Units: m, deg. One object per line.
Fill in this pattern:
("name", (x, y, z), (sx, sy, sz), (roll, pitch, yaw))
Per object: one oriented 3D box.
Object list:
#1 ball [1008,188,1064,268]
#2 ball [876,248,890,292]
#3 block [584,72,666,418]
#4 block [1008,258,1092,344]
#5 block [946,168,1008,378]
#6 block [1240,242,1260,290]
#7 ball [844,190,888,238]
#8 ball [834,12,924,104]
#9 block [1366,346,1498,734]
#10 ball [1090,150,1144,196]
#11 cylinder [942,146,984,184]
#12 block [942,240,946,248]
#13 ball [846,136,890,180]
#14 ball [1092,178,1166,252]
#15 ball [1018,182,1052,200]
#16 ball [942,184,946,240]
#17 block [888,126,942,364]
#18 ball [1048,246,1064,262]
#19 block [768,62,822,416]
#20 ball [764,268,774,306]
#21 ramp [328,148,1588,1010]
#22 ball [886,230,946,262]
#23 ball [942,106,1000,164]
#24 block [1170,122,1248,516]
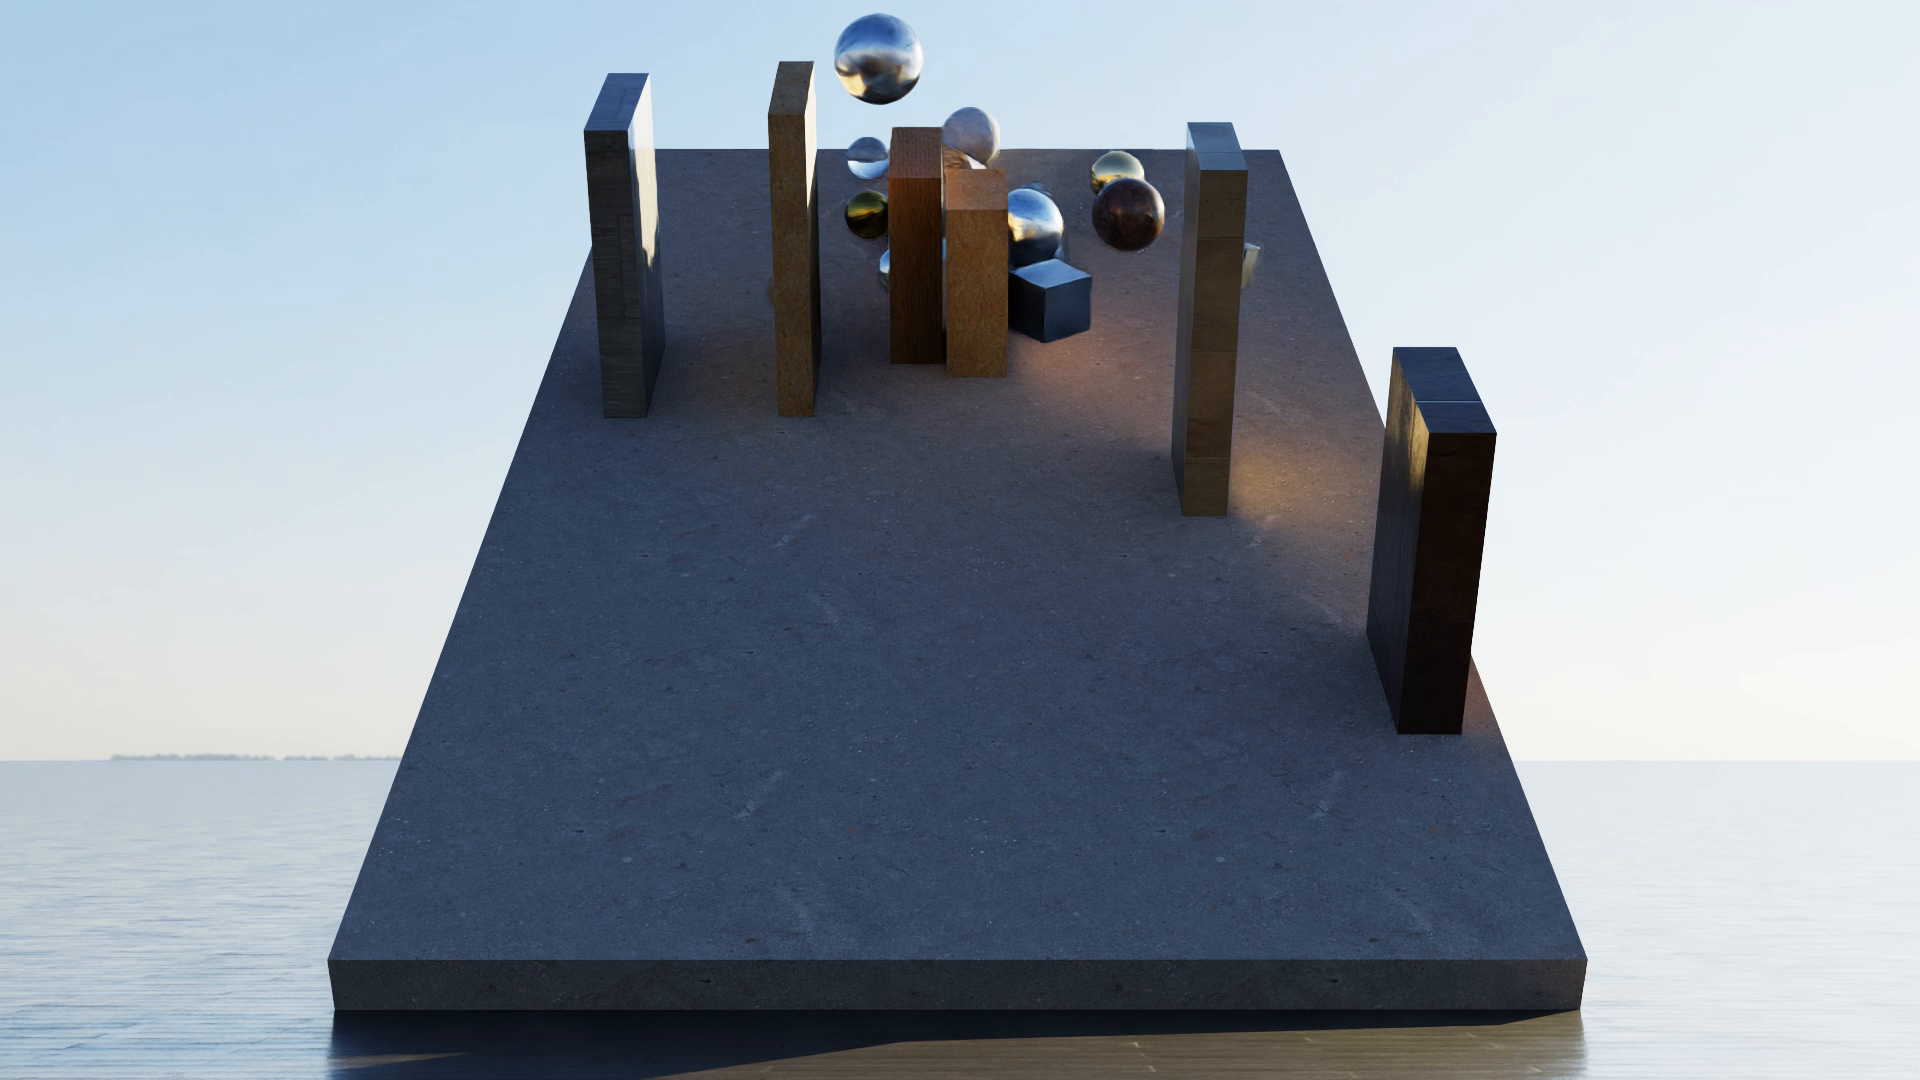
("ball", (0.168, -0.813, 6.212), (0.203, 0.203, 0.203), (0, -5, 0))
("ball", (-0.151, -0.703, 6.230), (0.134, 0.134, 0.134), (0, -5, 0))
("block", (-0.783, -0.695, 5.606), (0.098, 0.698, 0.431), (0, 28, 0))
("block", (0.226, -0.605, 6.031), (0.148, 0.148, 0.148), (-19, 34, -32))
("block", (0.040, -0.654, 5.822), (0.145, 0.429, 0.295), (0, 28, 0))
("block", (0.704, -0.728, 6.262), (0.112, 0.112, 0.112), (21, 17, 19))
("ball", (-0.252, -0.903, 6.607), (0.135, 0.135, 0.135), (0, -5, 0))
("ball", (-0.184, -1.086, 5.381), (0.204, 0.204, 0.204), (0, -5, 0))
("block", (0.861, -0.001, 4.394), (0.117, 0.611, 0.374), (0, 28, 0))
("ball", (0.451, -1.036, 6.837), (0.159, 0.159, 0.159), (0, -5, 0))
("cylinder", (-0.022, -0.979, 6.588), (0.186, 0.186, 0.186), (-2, -3, 19))
("block", (0.017, -0.857, 6.409), (0.130, 0.130, 0.130), (-29, -20, -30))
("ball", (-0.272, -1.128, 7.043), (0.127, 0.127, 0.127), (0, -5, 0))
("ball", (0.461, -0.890, 6.518), (0.200, 0.200, 0.200), (0, -5, 0))
("ball", (0.207, -0.959, 6.745), (0.108, 0.108, 0.108), (0, -5, 0))
("ball", (-0.064, -0.849, 6.168), (0.150, 0.150, 0.150), (0, -5, 0))
("block", (-0.108, -0.735, 5.920), (0.126, 0.480, 0.386), (0, 28, 0))
("ball", (0.222, -0.750, 6.346), (0.111, 0.111, 0.111), (0, -5, 0))
("block", (-0.385, -0.708, 5.598), (0.083, 0.731, 0.407), (0, 28, 0))
("ball", (-0.424, -0.630, 5.940), (0.124, 0.124, 0.124), (0, -5, 0))
("ramp", (-0.011, -0.223, 5.572), (2.000, 0.100, 4.000), (0, 28, 0))
("ball", (-0.109, -0.799, 6.345), (0.173, 0.173, 0.173), (0, -5, 0))
("ball", (0.032, -1.206, 7.135), (0.180, 0.180, 0.180), (0, -5, 0))
("block", (0.528, -0.468, 5.095), (0.095, 0.781, 0.308), (0, 28, 0))
